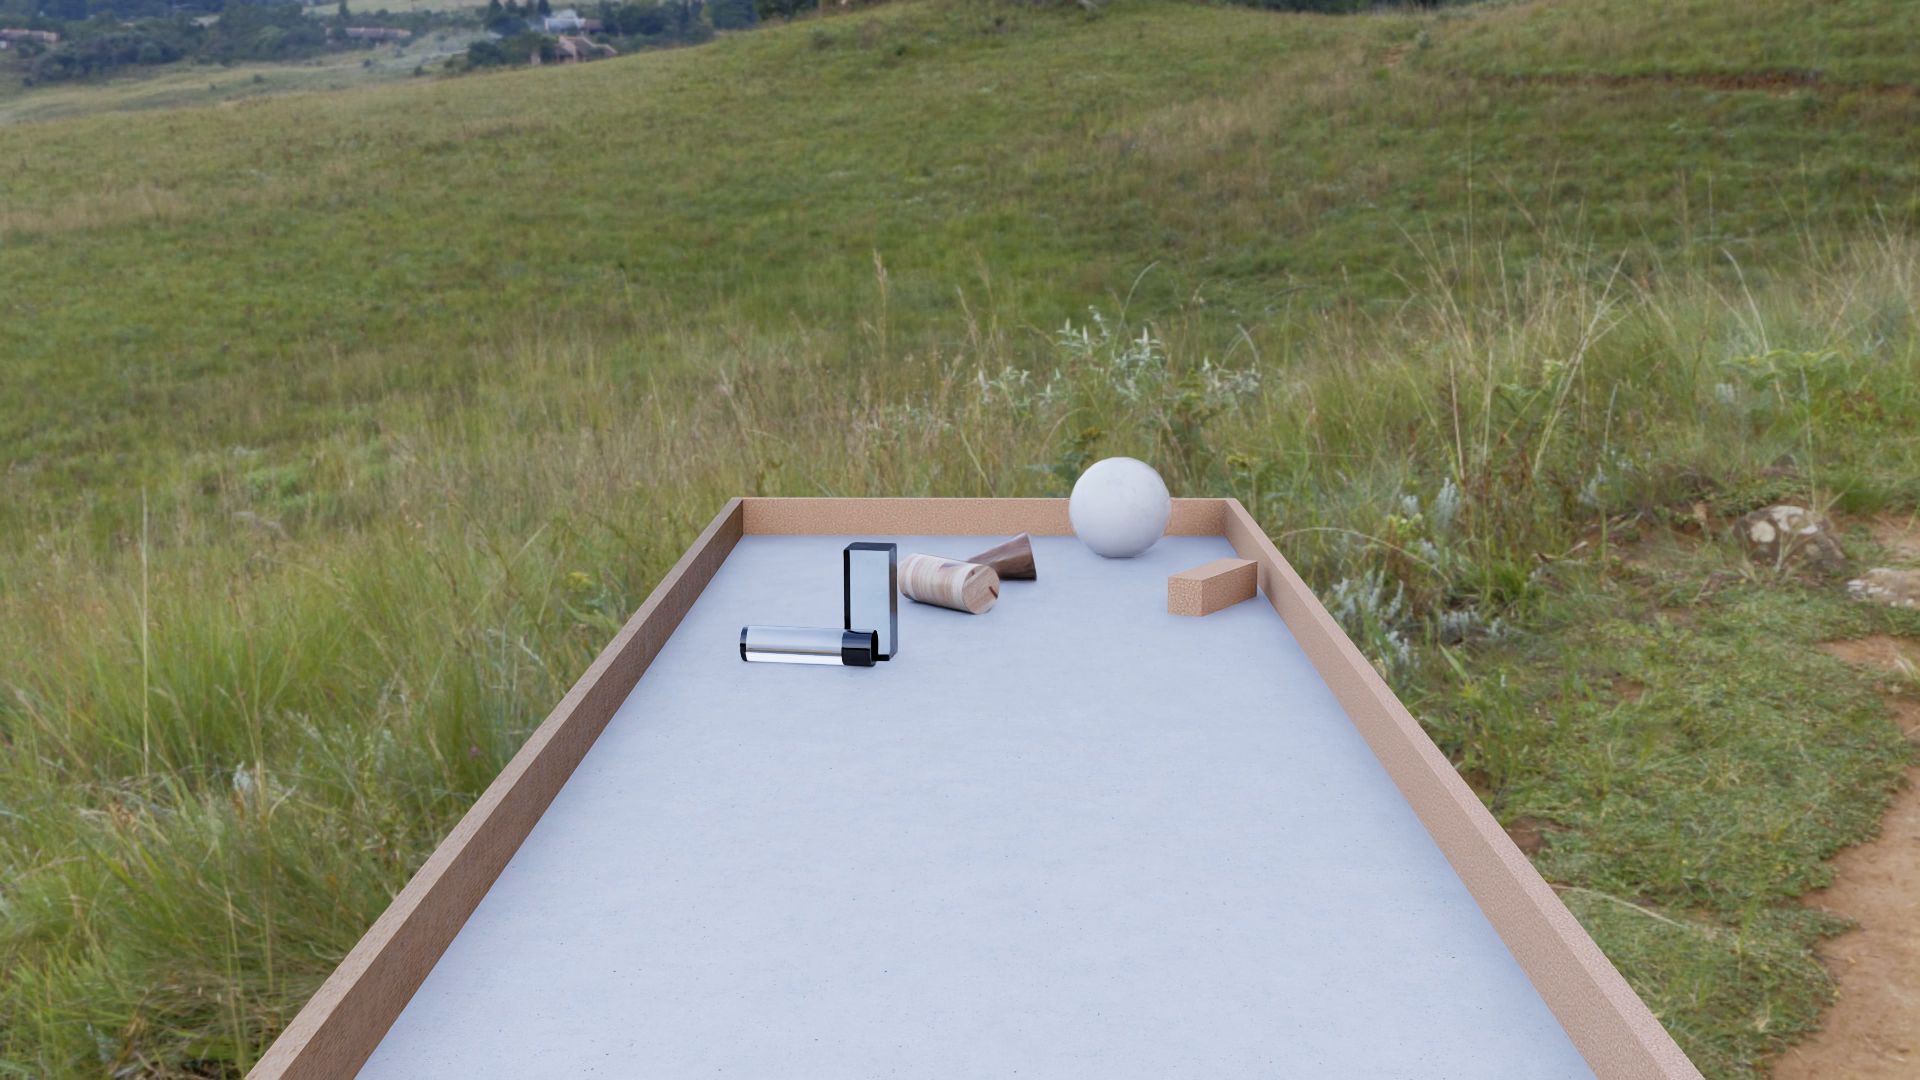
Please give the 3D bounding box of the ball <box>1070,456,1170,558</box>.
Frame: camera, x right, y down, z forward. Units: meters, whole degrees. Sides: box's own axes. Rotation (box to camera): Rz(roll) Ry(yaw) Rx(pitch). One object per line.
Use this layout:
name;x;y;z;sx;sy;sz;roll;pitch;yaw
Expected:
ball;0.624;-0.128;8.562;0.393;0.393;0.393;0;9;0

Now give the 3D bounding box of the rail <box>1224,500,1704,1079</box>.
rail;1.046;0.843;3.208;0.050;0.150;12.000;0;9;1

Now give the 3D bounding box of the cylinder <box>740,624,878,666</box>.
cylinder;-0.455;0.319;6.644;0.404;0.110;0.110;2;9;11

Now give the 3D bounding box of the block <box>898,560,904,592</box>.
block;-0.074;0.139;7.789;0.319;0.108;0.108;8;12;41

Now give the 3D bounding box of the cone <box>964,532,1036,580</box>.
cone;0.060;0.101;8.092;0.415;0.177;0.177;-12;10;-1

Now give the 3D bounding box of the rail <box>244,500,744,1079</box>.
rail;-1.004;0.839;3.234;0.050;0.150;12.000;0;9;1

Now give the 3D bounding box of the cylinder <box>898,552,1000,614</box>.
cylinder;-0.040;0.147;7.547;0.167;0.167;0.340;-8;12;-41

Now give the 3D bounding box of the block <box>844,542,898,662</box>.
block;-0.272;0.187;6.728;0.138;0.341;0.138;2;10;10

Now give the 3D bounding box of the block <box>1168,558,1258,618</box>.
block;0.875;0.161;7.591;0.125;0.125;0.457;5;11;31

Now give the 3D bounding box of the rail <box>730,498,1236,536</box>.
rail;0.099;-0.098;9.147;2.100;0.150;0.050;0;9;1
